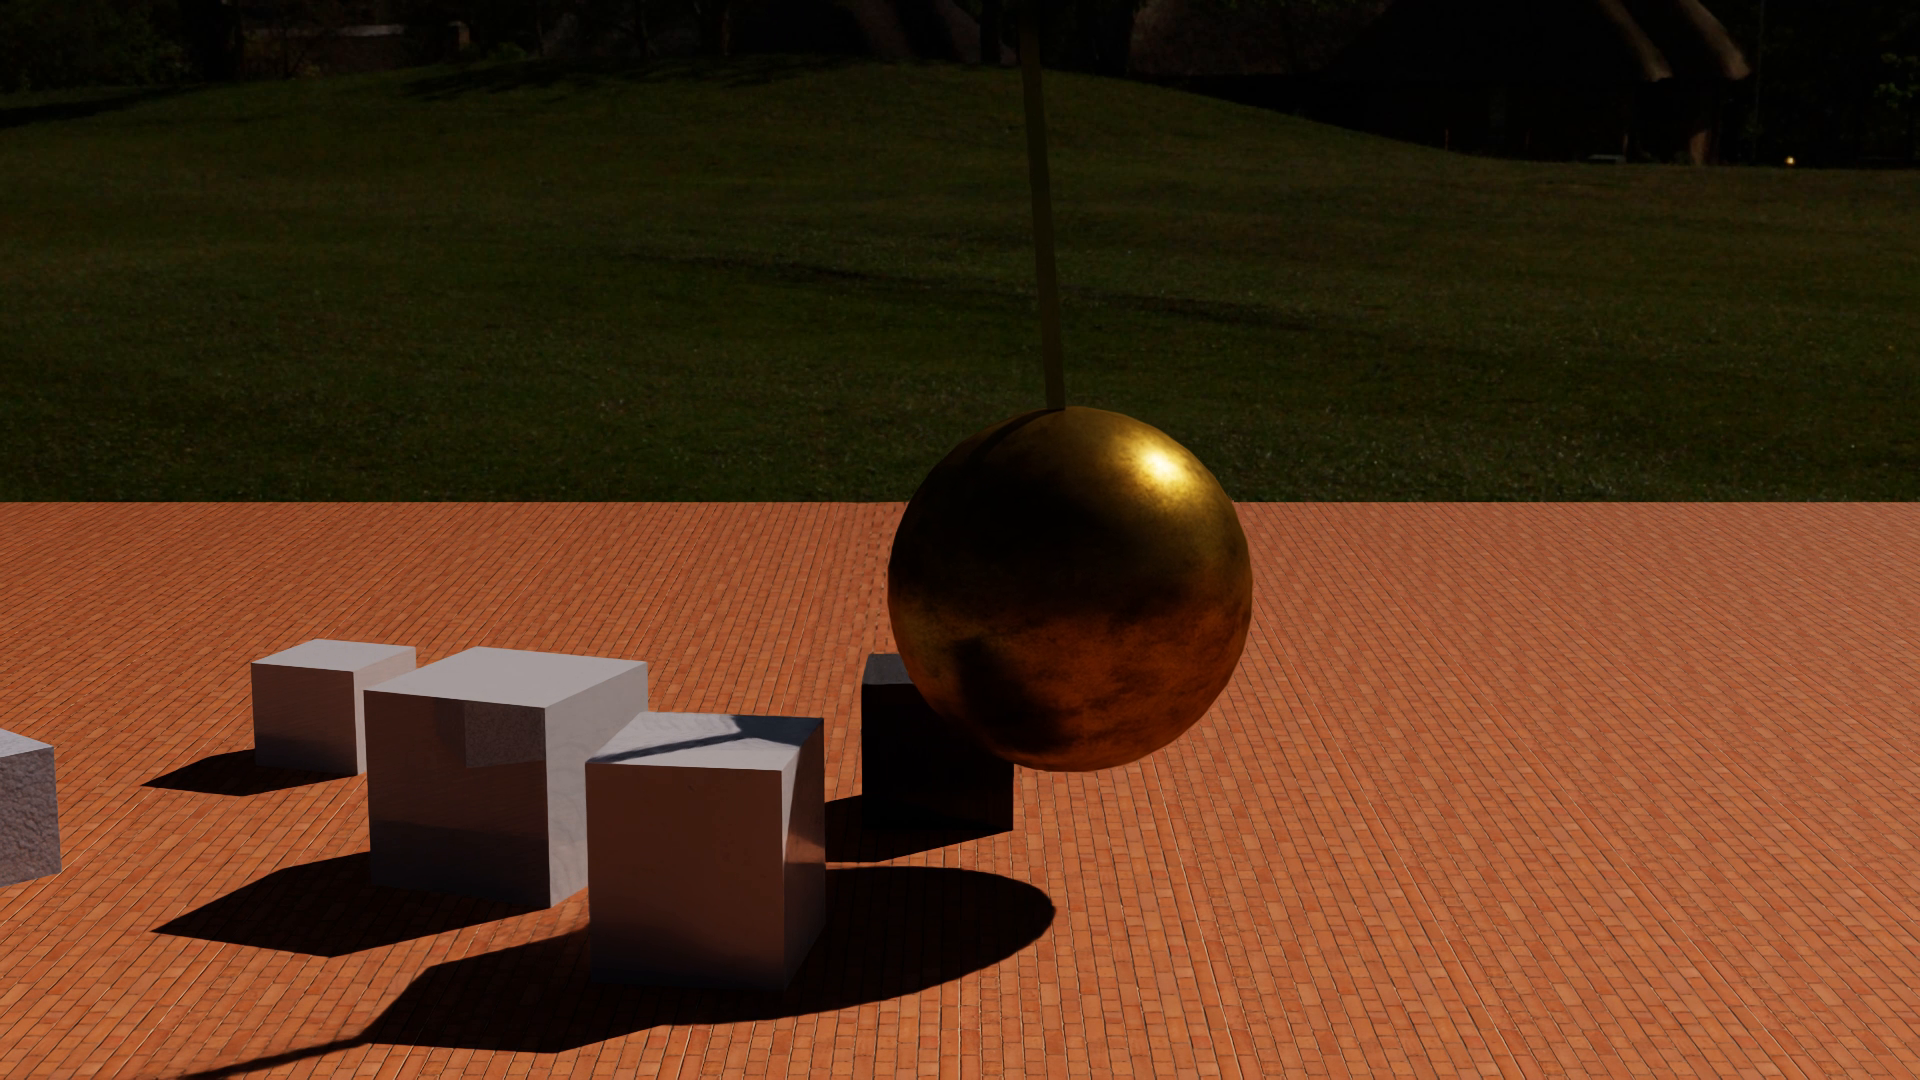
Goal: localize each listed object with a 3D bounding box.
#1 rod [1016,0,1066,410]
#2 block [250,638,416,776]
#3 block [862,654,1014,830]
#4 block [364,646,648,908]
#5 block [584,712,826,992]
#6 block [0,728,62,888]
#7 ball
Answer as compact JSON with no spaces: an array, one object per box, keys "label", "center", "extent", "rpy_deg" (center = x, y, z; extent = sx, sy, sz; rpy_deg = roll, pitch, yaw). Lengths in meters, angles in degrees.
[{"label":"rod","center":[0.208,-3.119,10.613],"extent":[0.080,5.200,0.080],"rpy_deg":[-5,10,1]},{"label":"block","center":[-3.239,0.859,13.327],"extent":[0.604,0.541,0.598],"rpy_deg":[4,11,19]},{"label":"block","center":[-0.099,0.962,12.312],"extent":[0.711,0.703,0.627],"rpy_deg":[0,10,1]},{"label":"block","center":[-1.998,1.032,11.438],"extent":[0.895,0.878,0.919],"rpy_deg":[4,11,21]},{"label":"block","center":[-1.003,1.232,10.308],"extent":[0.774,0.888,0.820],"rpy_deg":[2,10,8]},{"label":"block","center":[-4.361,1.204,11.320],"extent":[0.473,0.581,0.559],"rpy_deg":[9,14,41]},{"label":"ball","center":[0.479,0.215,11.220],"extent":[1.600,1.600,1.600],"rpy_deg":[0,10,0]}]
